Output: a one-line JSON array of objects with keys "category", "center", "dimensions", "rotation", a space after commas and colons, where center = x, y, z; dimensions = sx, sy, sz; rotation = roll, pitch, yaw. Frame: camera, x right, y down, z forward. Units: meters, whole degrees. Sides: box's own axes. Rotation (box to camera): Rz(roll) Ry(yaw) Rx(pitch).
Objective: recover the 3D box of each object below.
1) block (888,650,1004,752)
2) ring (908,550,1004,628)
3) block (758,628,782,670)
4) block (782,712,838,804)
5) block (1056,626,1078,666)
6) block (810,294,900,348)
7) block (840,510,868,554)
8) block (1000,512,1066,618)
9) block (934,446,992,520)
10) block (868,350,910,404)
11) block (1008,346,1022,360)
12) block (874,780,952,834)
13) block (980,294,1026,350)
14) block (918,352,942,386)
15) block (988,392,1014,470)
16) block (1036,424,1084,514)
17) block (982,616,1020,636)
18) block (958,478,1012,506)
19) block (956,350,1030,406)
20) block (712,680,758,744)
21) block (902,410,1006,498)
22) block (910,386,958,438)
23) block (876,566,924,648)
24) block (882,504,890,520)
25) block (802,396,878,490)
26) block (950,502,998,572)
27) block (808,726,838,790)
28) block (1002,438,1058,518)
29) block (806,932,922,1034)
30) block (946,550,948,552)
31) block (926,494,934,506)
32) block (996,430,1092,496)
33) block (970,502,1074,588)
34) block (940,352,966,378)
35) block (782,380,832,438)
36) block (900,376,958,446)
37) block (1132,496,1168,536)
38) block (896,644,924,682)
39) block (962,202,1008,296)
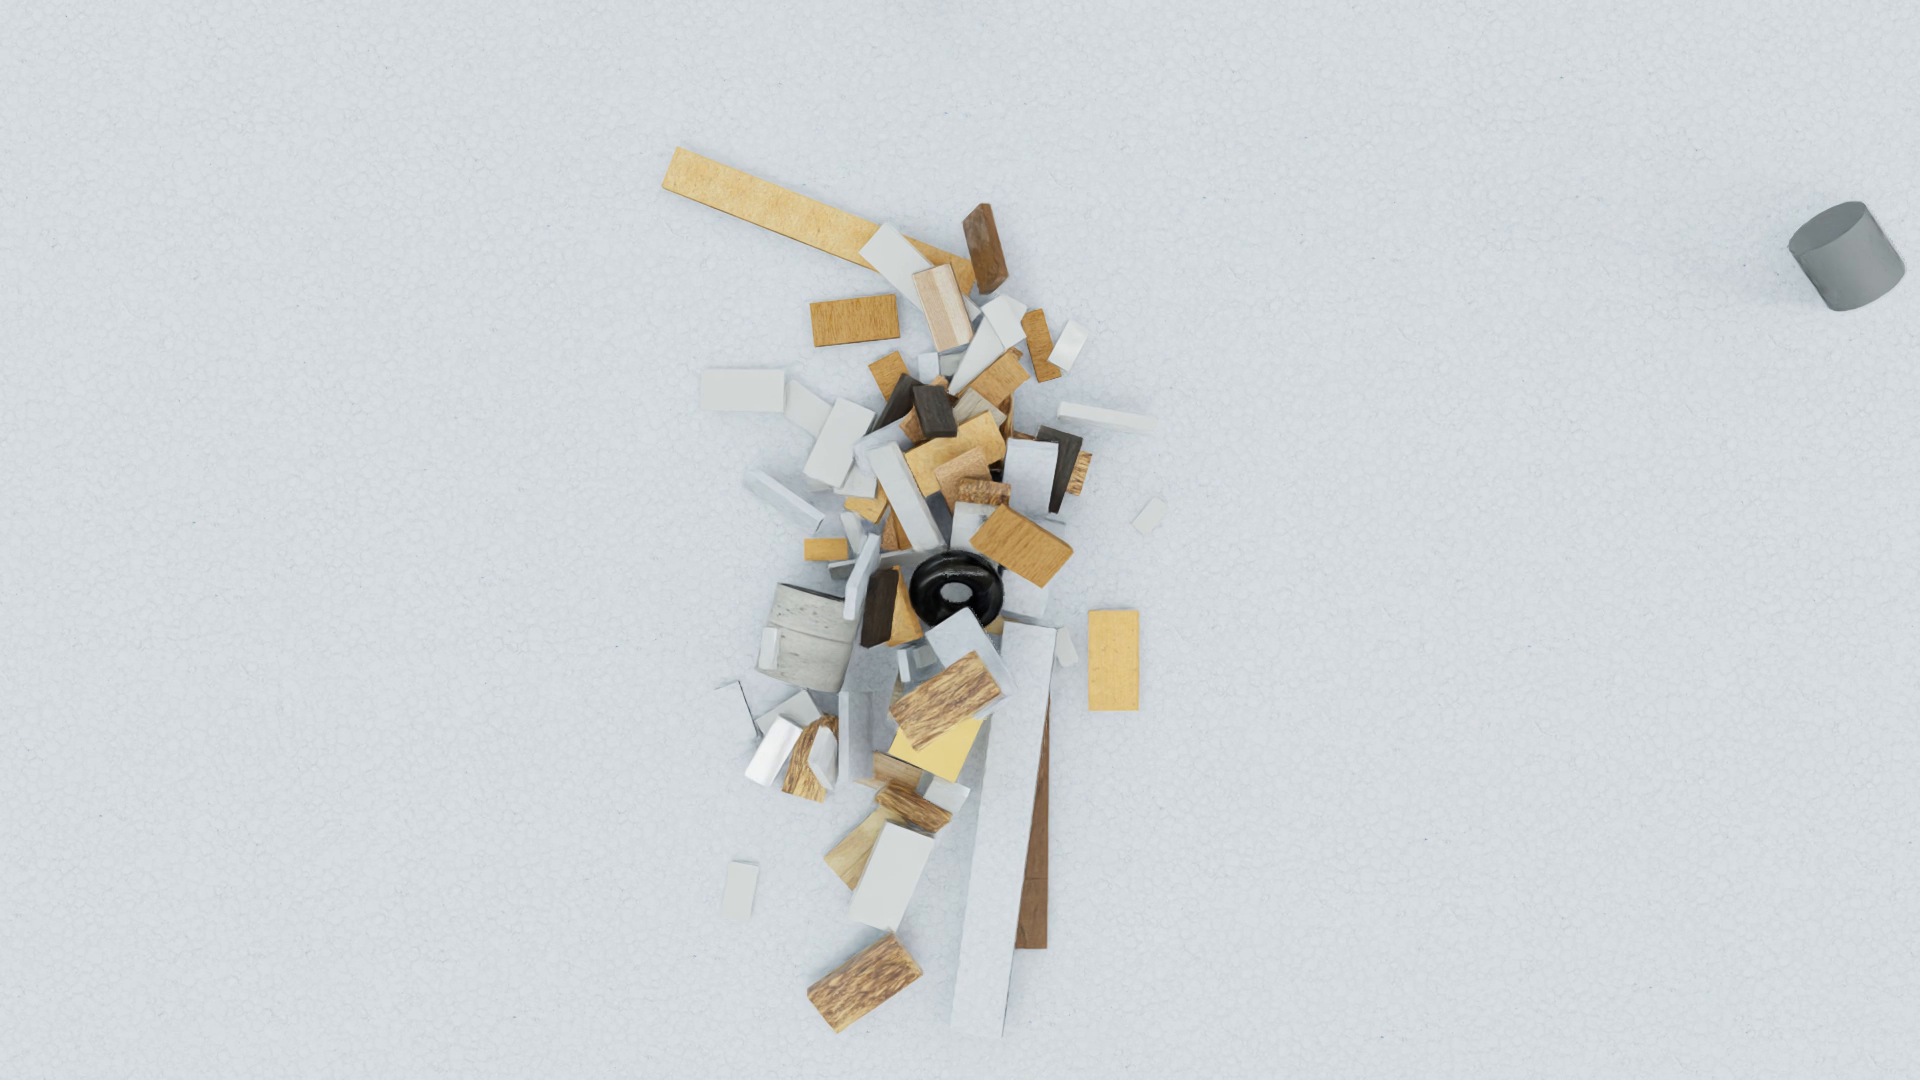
[{"category": "block", "center": [-0.044, 0.510, 5.217], "dimensions": [0.330, 0.047, 0.165], "rotation": [-34, 73, 3]}, {"category": "ring", "center": [-0.011, 0.172, 5.397], "dimensions": [0.315, 0.105, 0.315], "rotation": [2, 124, 2]}, {"category": "block", "center": [-0.605, 0.346, 5.244], "dimensions": [0.065, 0.018, 0.130], "rotation": [-1, 79, 43]}, {"category": "block", "center": [-0.483, 0.715, 5.480], "dimensions": [0.143, 0.040, 0.285], "rotation": [16, 90, 0]}, {"category": "block", "center": [0.346, 0.355, 5.491], "dimensions": [0.061, 0.017, 0.122], "rotation": [-20, 90, 0]}, {"category": "block", "center": [-0.349, -0.728, 5.480], "dimensions": [0.285, 0.040, 0.143], "rotation": [-6, 90, 0]}, {"category": "block", "center": [-0.345, -0.025, 5.452], "dimensions": [0.020, 0.072, 0.144], "rotation": [-27, 104, -37]}, {"category": "block", "center": [0.231, 0.083, 5.435], "dimensions": [0.163, 0.046, 0.327], "rotation": [14, 105, -1]}, {"category": "block", "center": [0.024, -0.170, 5.342], "dimensions": [0.162, 0.325, 0.046], "rotation": [-28, 62, -3]}, {"category": "block", "center": [-0.197, -0.487, 5.484], "dimensions": [0.111, 0.031, 0.262], "rotation": [-27, 90, 0]}, {"category": "block", "center": [0.134, -0.629, 5.490], "dimensions": [0.140, 0.020, 0.070], "rotation": [33, 90, 0]}, {"category": "block", "center": [-0.156, 0.879, 5.424], "dimensions": [0.235, 0.117, 0.033], "rotation": [31, 50, -10]}, {"category": "block", "center": [0.142, -0.711, 5.379], "dimensions": [0.080, 0.023, 0.159], "rotation": [-33, 103, -4]}, {"category": "block", "center": [-0.099, -0.549, 5.473], "dimensions": [0.070, 0.020, 0.140], "rotation": [-4, 95, 20]}, {"category": "block", "center": [0.103, -0.375, 5.452], "dimensions": [0.145, 0.041, 0.290], "rotation": [0, 86, 15]}, {"category": "block", "center": [0.292, -0.228, 5.396], "dimensions": [0.145, 0.041, 0.290], "rotation": [17, 127, 0]}, {"category": "block", "center": [0.133, 0.285, 5.491], "dimensions": [0.122, 0.017, 0.061], "rotation": [12, 90, 0]}, {"category": "block", "center": [0.067, -0.078, 5.351], "dimensions": [0.162, 0.325, 0.046], "rotation": [7, 56, -1]}, {"category": "block", "center": [0.107, -0.504, 5.394], "dimensions": [0.223, 0.032, 0.112], "rotation": [-41, 104, 2]}, {"category": "block", "center": [-0.748, 0.575, 5.487], "dimensions": [0.095, 0.027, 0.190], "rotation": [-19, 90, 0]}, {"category": "block", "center": [-0.013, -0.280, 5.333], "dimensions": [0.312, 0.044, 0.156], "rotation": [-27, 103, -4]}, {"category": "block", "center": [-0.083, -0.412, 5.300], "dimensions": [0.108, 0.031, 0.216], "rotation": [-2, 46, -16]}, {"category": "block", "center": [-0.218, 0.219, 5.449], "dimensions": [0.125, 0.035, 0.249], "rotation": [-19, 90, 35]}, {"category": "block", "center": [-0.213, -0.161, 5.486], "dimensions": [0.095, 0.027, 0.191], "rotation": [43, 90, 0]}, {"category": "block", "center": [-0.394, -0.317, 5.425], "dimensions": [0.138, 0.039, 0.276], "rotation": [24, 85, 13]}, {"category": "block", "center": [0.051, 0.012, 5.363], "dimensions": [0.163, 0.327, 0.046], "rotation": [7, 48, -1]}, {"category": "block", "center": [-0.430, 0.705, 5.324], "dimensions": [0.034, 0.243, 0.122], "rotation": [11, 64, 15]}, {"category": "block", "center": [0.217, -0.178, 5.377], "dimensions": [0.162, 0.046, 0.325], "rotation": [6, 128, -2]}, {"category": "block", "center": [-0.316, 1.461, 5.450], "dimensions": [0.346, 0.049, 0.173], "rotation": [-34, 105, 1]}, {"category": "block", "center": [-0.050, 0.061, 5.468], "dimensions": [0.095, 0.047, 0.013], "rotation": [-26, 47, -12]}, {"category": "block", "center": [-0.099, -0.207, 5.452], "dimensions": [0.027, 0.095, 0.191], "rotation": [1, 90, 0]}, {"category": "block", "center": [0.279, -0.257, 5.479], "dimensions": [0.290, 0.041, 0.145], "rotation": [17, 90, 0]}, {"category": "block", "center": [0.201, 0.021, 5.288], "dimensions": [0.327, 0.046, 0.163], "rotation": [31, 106, -37]}, {"category": "block", "center": [-0.022, -0.584, 5.490], "dimensions": [0.140, 0.020, 0.070], "rotation": [-10, 90, 0]}, {"category": "block", "center": [-0.498, -0.425, 5.484], "dimensions": [0.222, 0.031, 0.111], "rotation": [35, 90, 0]}, {"category": "block", "center": [-0.096, -0.417, 5.414], "dimensions": [0.114, 0.032, 0.228], "rotation": [50, 63, -31]}, {"category": "block", "center": [0.633, -0.080, 5.491], "dimensions": [0.061, 0.017, 0.122], "rotation": [40, 90, 0]}, {"category": "block", "center": [-0.160, 0.401, 5.394], "dimensions": [0.030, 0.210, 0.105], "rotation": [-9, 90, 12]}, {"category": "block", "center": [0.082, -0.953, 5.403], "dimensions": [0.038, 0.133, 0.266], "rotation": [-5, 74, -30]}]
